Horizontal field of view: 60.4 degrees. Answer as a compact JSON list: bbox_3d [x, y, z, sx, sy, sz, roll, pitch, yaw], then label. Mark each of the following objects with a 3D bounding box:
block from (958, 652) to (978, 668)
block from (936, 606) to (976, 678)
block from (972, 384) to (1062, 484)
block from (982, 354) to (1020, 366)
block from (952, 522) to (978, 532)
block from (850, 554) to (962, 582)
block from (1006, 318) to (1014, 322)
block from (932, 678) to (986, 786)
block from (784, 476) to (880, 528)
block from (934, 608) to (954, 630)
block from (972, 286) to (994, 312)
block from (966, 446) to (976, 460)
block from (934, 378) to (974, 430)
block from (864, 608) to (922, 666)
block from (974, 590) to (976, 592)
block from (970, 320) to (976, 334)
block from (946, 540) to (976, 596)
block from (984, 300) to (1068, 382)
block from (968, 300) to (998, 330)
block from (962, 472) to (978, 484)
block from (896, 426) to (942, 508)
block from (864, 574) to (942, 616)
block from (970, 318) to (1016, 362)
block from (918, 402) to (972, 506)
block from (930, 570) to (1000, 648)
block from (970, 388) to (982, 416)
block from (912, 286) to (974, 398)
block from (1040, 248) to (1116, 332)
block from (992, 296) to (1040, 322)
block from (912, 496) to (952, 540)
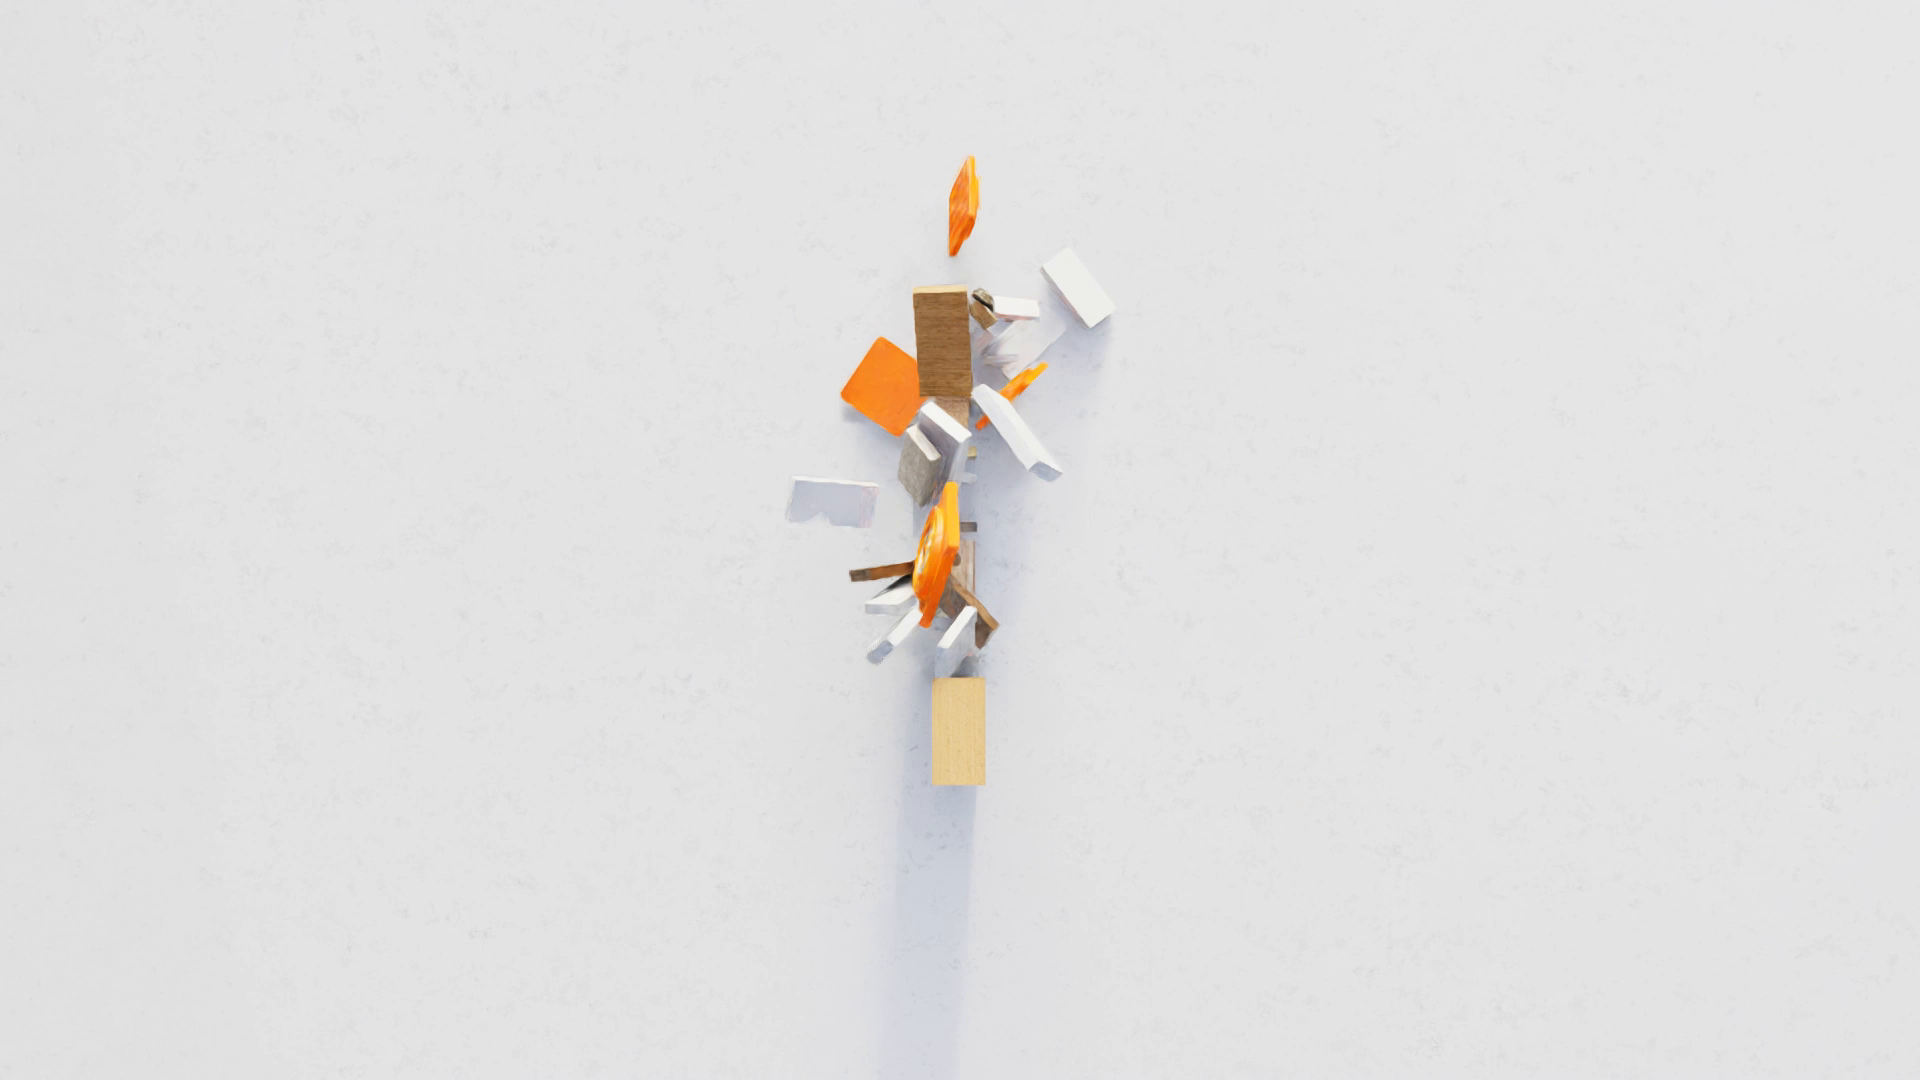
[{"bbox_3d":[0.000,0.389,5.380,0.120,0.239,0.034,0,90,0],"label":"block"},{"bbox_3d":[-0.011,0.314,4.994,0.035,0.248,0.124,13,121,17],"label":"block"},{"bbox_3d":[0.175,-0.328,5.078,0.047,0.167,0.334,-42,62,14],"label":"block"},{"bbox_3d":[0.132,-0.587,5.383,0.072,0.144,0.020,-2,90,-21],"label":"block"},{"bbox_3d":[-0.036,-0.043,5.368,0.119,0.238,0.034,0,90,18],"label":"block"},{"bbox_3d":[-0.170,0.086,5.141,0.326,0.132,0.037,-9,91,-32],"label":"block"},{"bbox_3d":[0.191,-0.726,5.253,0.104,0.015,0.052,-8,79,-19],"label":"block"},{"bbox_3d":[-0.003,0.560,4.828,0.155,0.044,0.310,0,90,0],"label":"block"},{"bbox_3d":[-0.381,-0.112,4.916,0.265,0.037,0.132,4,107,-24],"label":"block"},{"bbox_3d":[-0.013,0.242,5.374,0.120,0.239,0.034,-6,99,6],"label":"block"},{"bbox_3d":[0.091,-0.788,5.420,0.104,0.052,0.015,37,132,3],"label":"block"},{"bbox_3d":[-0.004,-0.284,5.388,0.112,0.223,0.032,0,90,0],"label":"block"},{"bbox_3d":[-0.027,-0.410,5.252,0.112,0.032,0.223,7,81,5],"label":"block"},{"bbox_3d":[-0.190,0.276,4.699,0.035,0.248,0.124,42,66,-3],"label":"block"},{"bbox_3d":[0.002,0.155,5.407,0.092,0.184,0.026,0,90,-2],"label":"block"},{"bbox_3d":[-0.022,-0.690,5.490,0.144,0.020,0.072,-37,90,0],"label":"block"},{"bbox_3d":[0.003,0.094,5.302,0.092,0.026,0.184,1,90,-2],"label":"block"},{"bbox_3d":[0.219,-0.661,5.482,0.257,0.036,0.128,-43,90,0],"label":"block"},{"bbox_3d":[0.075,-0.747,5.481,0.052,0.015,0.104,-41,90,25],"label":"block"},{"bbox_3d":[-0.037,-0.202,5.368,0.119,0.238,0.034,0,90,19],"label":"block"},{"bbox_3d":[-0.128,-0.225,5.080,0.037,0.265,0.132,-29,68,-24],"label":"block"},{"bbox_3d":[-0.173,0.166,5.069,0.124,0.248,0.035,2,111,32],"label":"block"},{"bbox_3d":[0.104,-0.664,5.357,0.128,0.256,0.036,-42,92,-22],"label":"block"},{"bbox_3d":[-0.063,-0.260,5.064,0.167,0.334,0.047,40,59,18],"label":"block"},{"bbox_3d":[0.014,0.220,5.182,0.239,0.120,0.034,46,50,13],"label":"block"},{"bbox_3d":[0.010,-0.446,5.385,0.112,0.223,0.032,-8,79,2],"label":"block"},{"bbox_3d":[-0.052,-0.617,5.141,0.167,0.047,0.350,-1,120,4],"label":"block"},{"bbox_3d":[0.391,-0.830,5.458,0.128,0.036,0.257,-38,90,-23],"label":"block"},{"bbox_3d":[0.176,-0.731,5.217,0.144,0.020,0.072,4,53,-13],"label":"block"},{"bbox_3d":[-0.085,-0.122,5.239,0.119,0.034,0.238,2,89,18],"label":"block"}]
